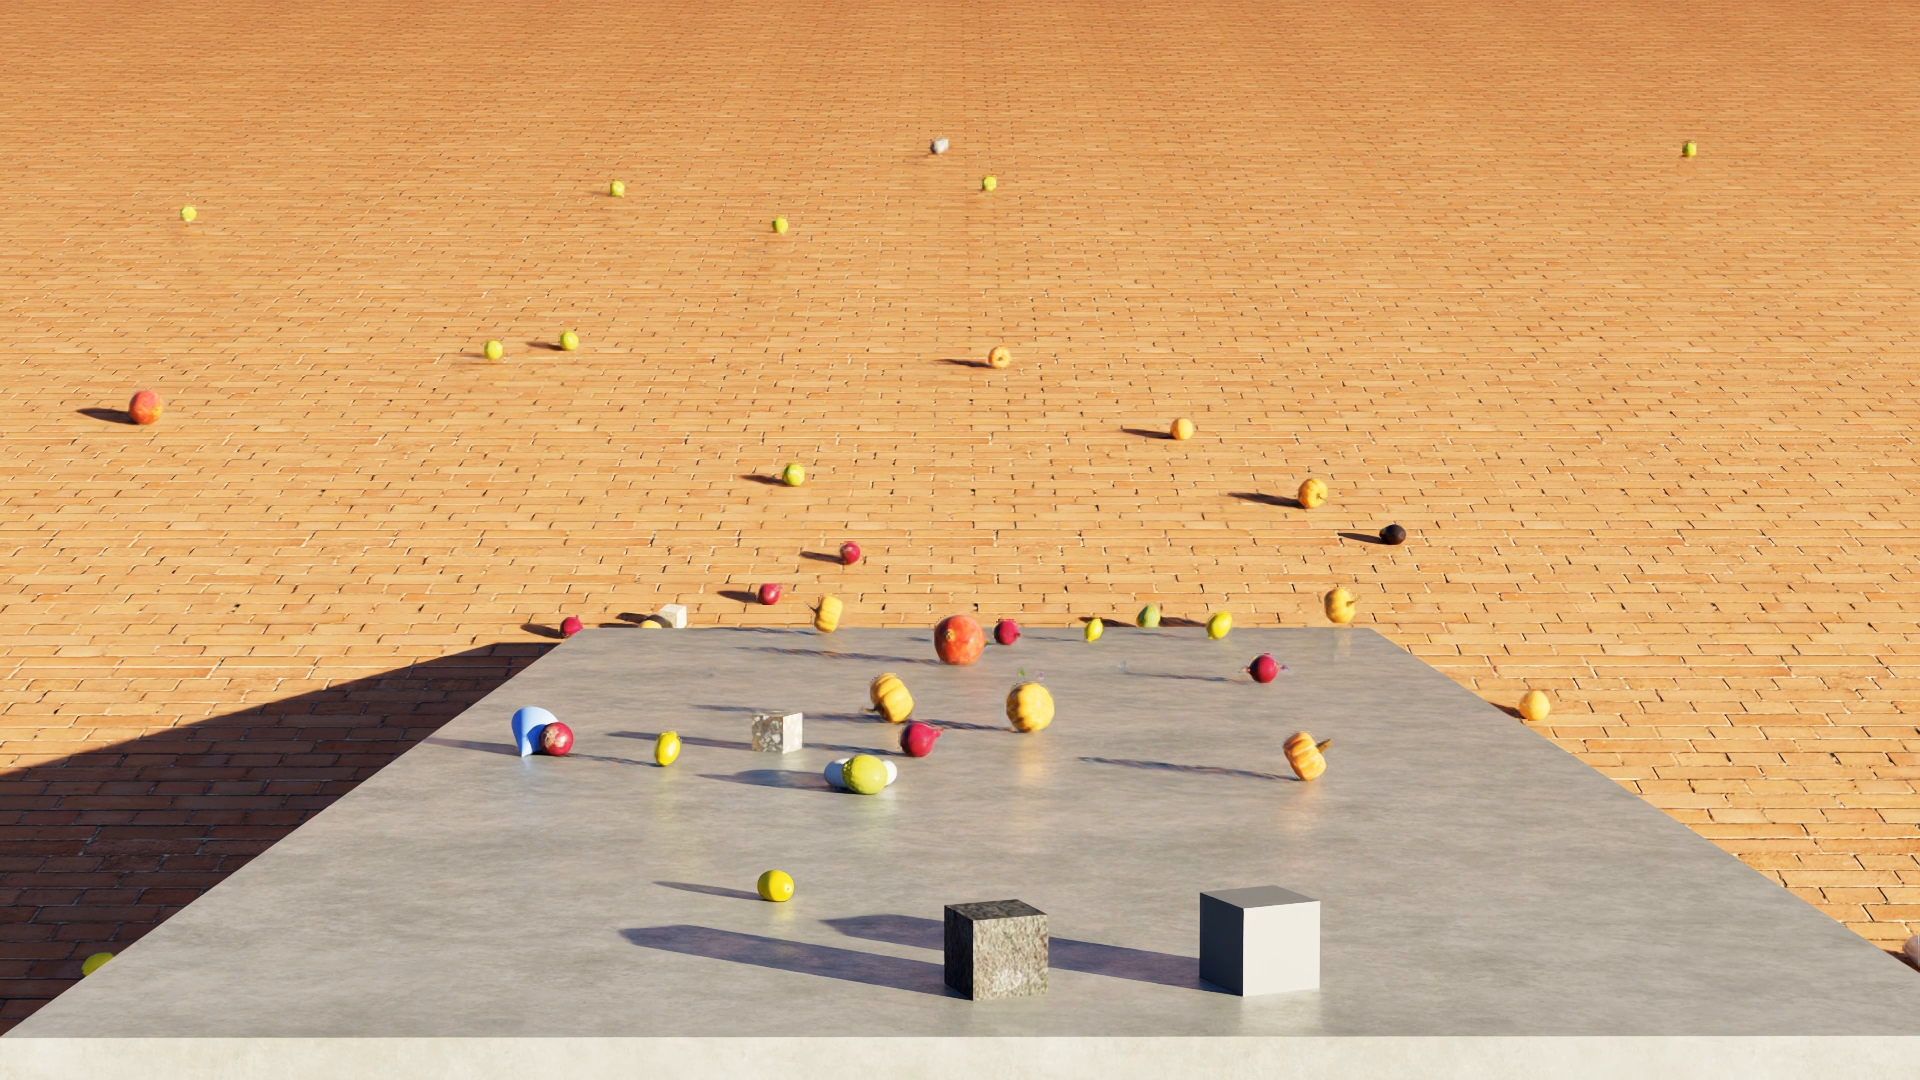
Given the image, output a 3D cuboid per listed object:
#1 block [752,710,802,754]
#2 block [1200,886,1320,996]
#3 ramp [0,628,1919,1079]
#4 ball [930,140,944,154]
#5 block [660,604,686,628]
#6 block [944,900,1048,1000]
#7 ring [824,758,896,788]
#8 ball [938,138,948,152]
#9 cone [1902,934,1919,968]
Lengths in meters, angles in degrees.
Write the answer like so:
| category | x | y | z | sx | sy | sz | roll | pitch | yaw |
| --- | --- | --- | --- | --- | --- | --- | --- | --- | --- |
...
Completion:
| category | x | y | z | sx | sy | sz | roll | pitch | yaw |
| --- | --- | --- | --- | --- | --- | --- | --- | --- | --- |
| block | -0.317 | 0.332 | 4.443 | 0.063 | 0.063 | 0.063 | 2 | 4 | 27 |
| block | 0.322 | 0.430 | 2.760 | 0.094 | 0.094 | 0.094 | -2 | 4 | -24 |
| ramp | 0.045 | 0.407 | 4.538 | 2.000 | 0.100 | 4.000 | 0 | 4 | 0 |
| ball | -0.117 | -2.010 | 13.123 | 0.071 | 0.071 | 0.071 | 0 | 19 | 0 |
| block | -0.760 | 0.205 | 6.794 | 0.052 | 0.052 | 0.052 | 7 | 20 | 19 |
| block | 0.038 | 0.436 | 2.735 | 0.085 | 0.085 | 0.085 | -2 | 4 | -21 |
| ring | -0.158 | 0.370 | 4.071 | 0.116 | 0.039 | 0.116 | -1 | 3 | 0 |
| ball | -0.092 | -2.033 | 13.189 | 0.070 | 0.070 | 0.070 | 0 | 19 | 0 |
| cone | 1.899 | 0.830 | 5.020 | 0.089 | 0.089 | 0.089 | 1 | 46 | 3 |
